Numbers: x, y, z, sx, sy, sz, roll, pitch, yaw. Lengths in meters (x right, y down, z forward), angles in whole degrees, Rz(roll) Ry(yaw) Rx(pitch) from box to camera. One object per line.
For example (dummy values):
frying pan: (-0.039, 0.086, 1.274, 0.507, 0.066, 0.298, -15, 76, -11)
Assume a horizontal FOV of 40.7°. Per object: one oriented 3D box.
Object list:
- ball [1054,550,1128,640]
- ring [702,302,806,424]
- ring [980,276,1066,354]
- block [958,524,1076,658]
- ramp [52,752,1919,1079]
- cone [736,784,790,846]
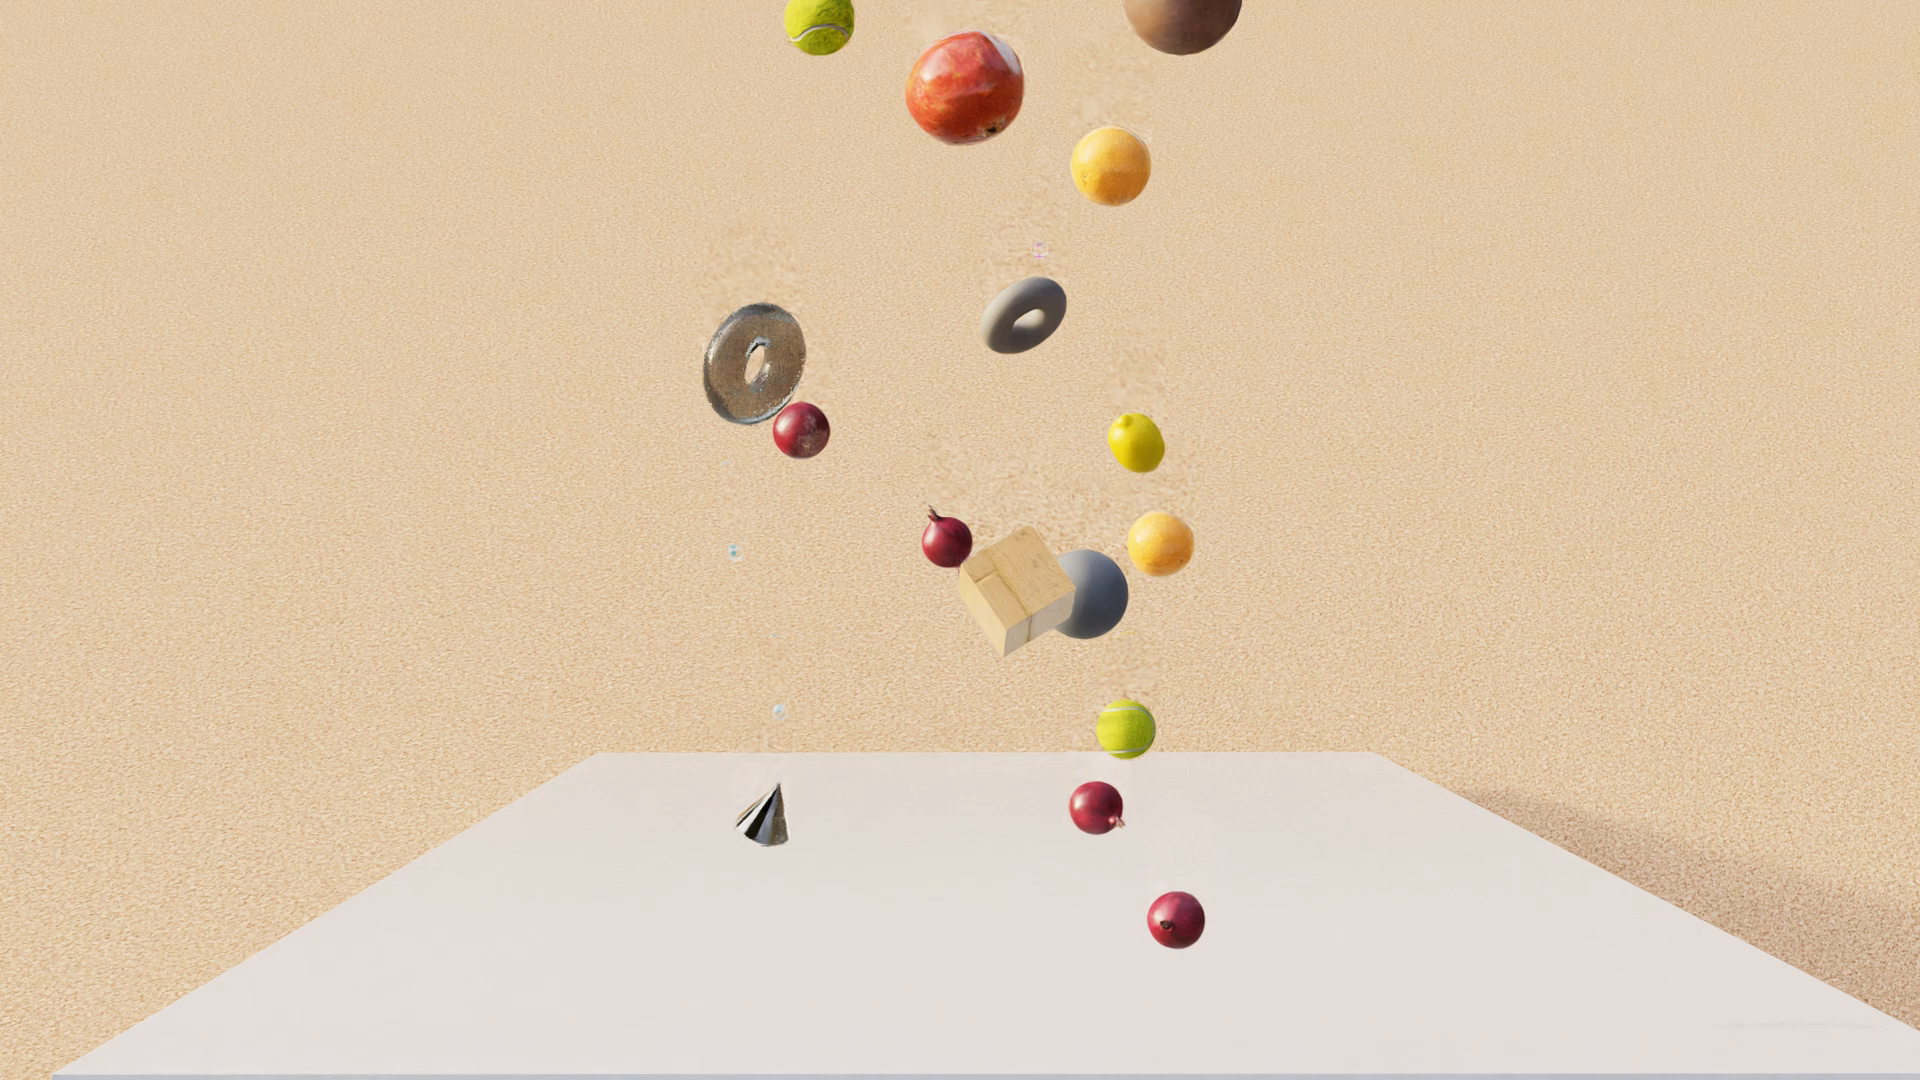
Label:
ball: (0.130, 0.057, 2.709, 0.095, 0.095, 0.095, 0, 30, 0)
ring: (-0.202, -0.173, 2.548, 0.042, 0.125, 0.125, 24, 37, 36)
ring: (0.068, -0.239, 2.752, 0.101, 0.101, 0.034, -17, 57, -27)
block: (0.056, 0.051, 2.581, 0.082, 0.082, 0.082, -31, 72, -13)
ramp: (0.067, 0.597, 4.654, 2.000, 0.100, 4.000, 0, 0, 0)
cone: (-0.214, 0.302, 2.942, 0.065, 0.065, 0.065, 16, 28, -9)
